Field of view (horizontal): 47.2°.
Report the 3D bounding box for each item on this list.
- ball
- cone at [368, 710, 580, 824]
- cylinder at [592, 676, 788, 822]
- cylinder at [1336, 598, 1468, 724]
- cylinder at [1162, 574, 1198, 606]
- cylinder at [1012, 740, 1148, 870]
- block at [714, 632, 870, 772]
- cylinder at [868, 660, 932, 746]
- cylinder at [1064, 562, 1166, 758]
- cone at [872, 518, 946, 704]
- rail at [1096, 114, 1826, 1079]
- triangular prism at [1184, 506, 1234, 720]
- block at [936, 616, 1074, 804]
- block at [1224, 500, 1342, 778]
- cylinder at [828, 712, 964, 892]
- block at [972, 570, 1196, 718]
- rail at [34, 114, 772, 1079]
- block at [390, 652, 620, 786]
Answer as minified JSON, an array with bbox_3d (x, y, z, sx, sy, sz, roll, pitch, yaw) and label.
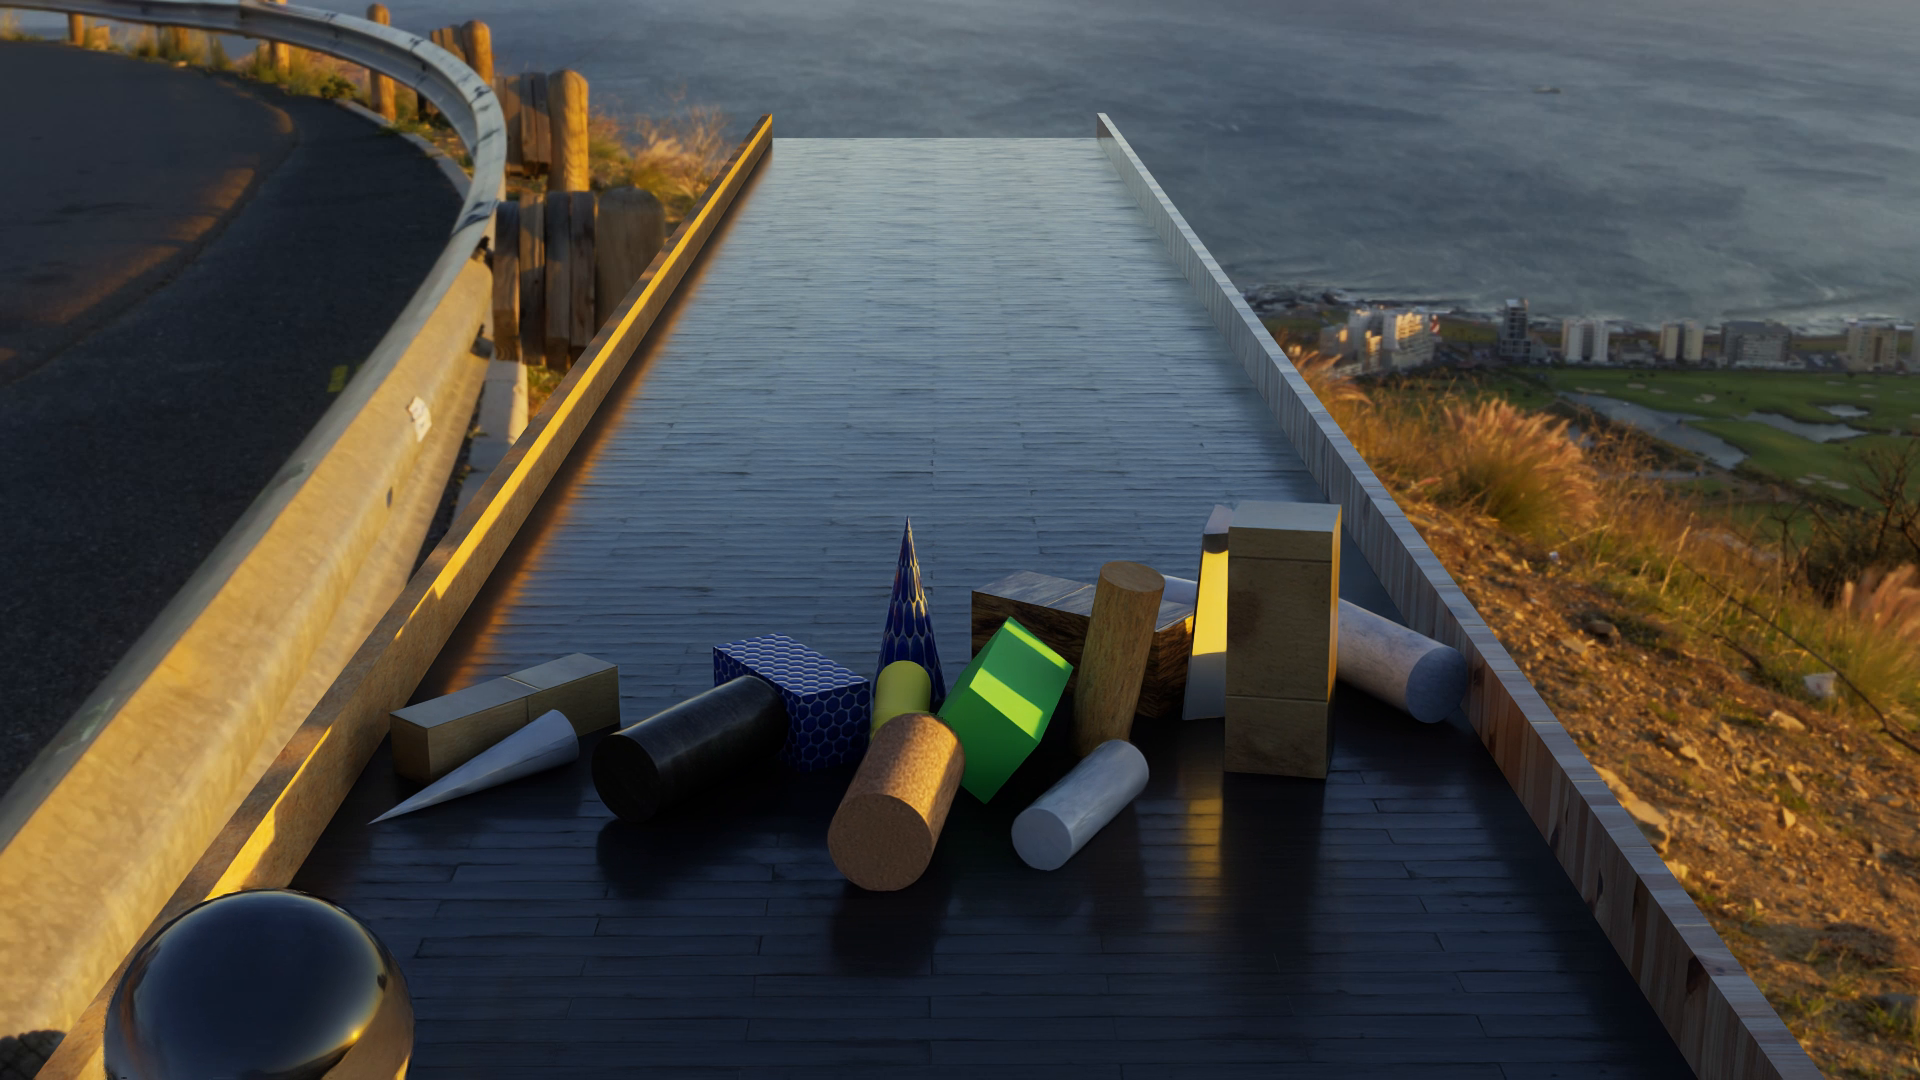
[{"bbox_3d":[-0.830,0.592,2.615,0.354,0.354,0.354,0,17,0],"label":"ball"},{"bbox_3d":[-0.843,0.409,3.761,0.393,0.103,0.103,-24,28,-38],"label":"cone"},{"bbox_3d":[-0.459,0.354,3.768,0.153,0.153,0.339,11,20,32],"label":"cylinder"},{"bbox_3d":[0.787,0.217,4.236,0.149,0.149,0.405,-9,19,-27],"label":"cylinder"},{"bbox_3d":[0.478,0.172,4.348,0.304,0.171,0.171,12,20,35],"label":"cylinder"},{"bbox_3d":[0.200,0.430,3.597,0.105,0.105,0.323,8,18,25],"label":"cylinder"},{"bbox_3d":[-0.308,0.291,3.997,0.142,0.142,0.320,-11,20,-32],"label":"block"},{"bbox_3d":[-0.108,0.332,3.929,0.103,0.103,0.407,0,17,1],"label":"cylinder"},{"bbox_3d":[0.270,0.216,3.870,0.114,0.344,0.114,9,25,-4],"label":"cylinder"},{"bbox_3d":[-0.098,0.123,4.186,0.144,0.357,0.144,0,17,0],"label":"cone"},{"bbox_3d":[0.932,-0.844,7.801,0.050,0.150,12.000,0,17,-1],"label":"rail"},{"bbox_3d":[0.472,0.133,4.063,0.122,0.394,0.106,-4,29,-13],"label":"triangular prism"},{"bbox_3d":[0.067,0.293,3.870,0.151,0.151,0.380,39,20,-1],"label":"block"},{"bbox_3d":[0.567,0.172,3.859,0.176,0.447,0.176,3,17,14],"label":"block"},{"bbox_3d":[-0.098,0.416,3.540,0.164,0.164,0.347,2,17,8],"label":"cylinder"},{"bbox_3d":[0.245,0.196,4.269,0.428,0.170,0.170,12,20,34],"label":"block"},{"bbox_3d":[-1.118,-0.838,7.780,0.050,0.150,12.000,0,17,-1],"label":"rail"},{"bbox_3d":[-0.813,0.320,3.957,0.111,0.111,0.421,14,22,39],"label":"block"}]
